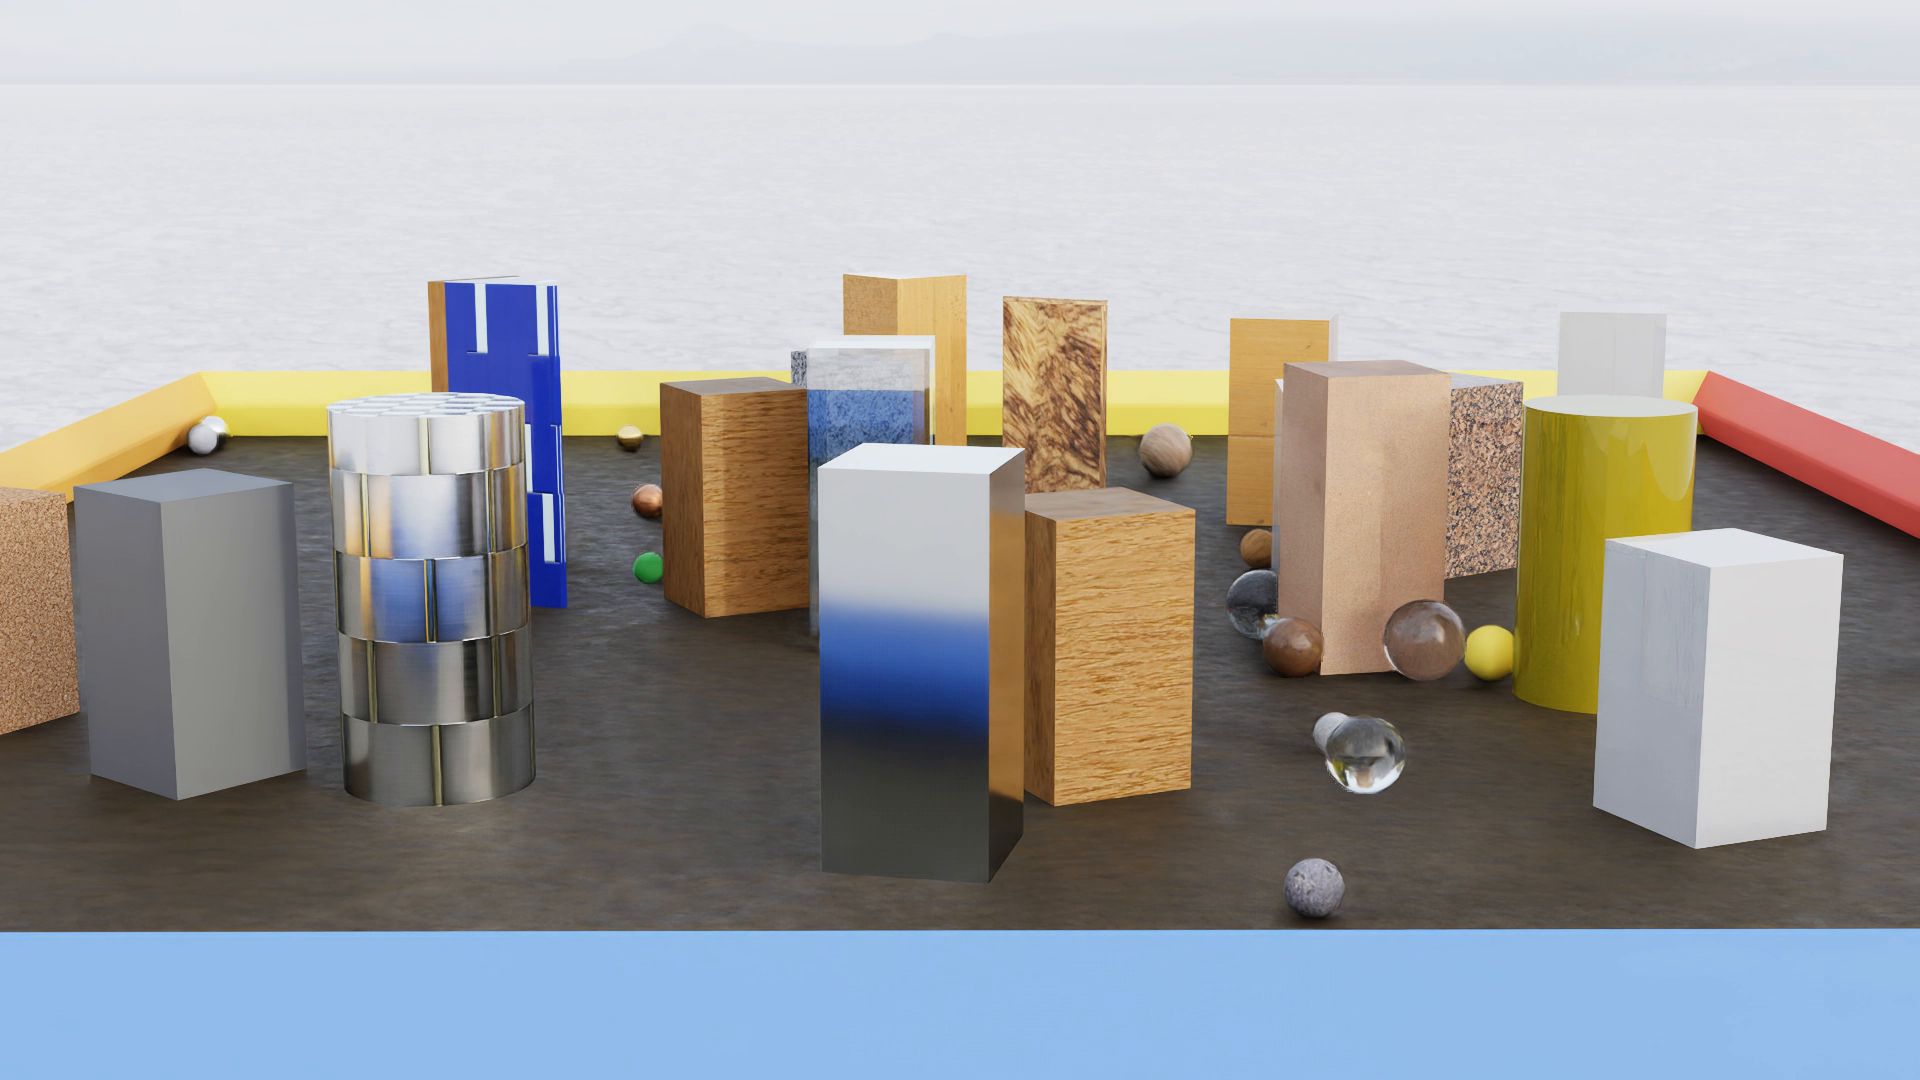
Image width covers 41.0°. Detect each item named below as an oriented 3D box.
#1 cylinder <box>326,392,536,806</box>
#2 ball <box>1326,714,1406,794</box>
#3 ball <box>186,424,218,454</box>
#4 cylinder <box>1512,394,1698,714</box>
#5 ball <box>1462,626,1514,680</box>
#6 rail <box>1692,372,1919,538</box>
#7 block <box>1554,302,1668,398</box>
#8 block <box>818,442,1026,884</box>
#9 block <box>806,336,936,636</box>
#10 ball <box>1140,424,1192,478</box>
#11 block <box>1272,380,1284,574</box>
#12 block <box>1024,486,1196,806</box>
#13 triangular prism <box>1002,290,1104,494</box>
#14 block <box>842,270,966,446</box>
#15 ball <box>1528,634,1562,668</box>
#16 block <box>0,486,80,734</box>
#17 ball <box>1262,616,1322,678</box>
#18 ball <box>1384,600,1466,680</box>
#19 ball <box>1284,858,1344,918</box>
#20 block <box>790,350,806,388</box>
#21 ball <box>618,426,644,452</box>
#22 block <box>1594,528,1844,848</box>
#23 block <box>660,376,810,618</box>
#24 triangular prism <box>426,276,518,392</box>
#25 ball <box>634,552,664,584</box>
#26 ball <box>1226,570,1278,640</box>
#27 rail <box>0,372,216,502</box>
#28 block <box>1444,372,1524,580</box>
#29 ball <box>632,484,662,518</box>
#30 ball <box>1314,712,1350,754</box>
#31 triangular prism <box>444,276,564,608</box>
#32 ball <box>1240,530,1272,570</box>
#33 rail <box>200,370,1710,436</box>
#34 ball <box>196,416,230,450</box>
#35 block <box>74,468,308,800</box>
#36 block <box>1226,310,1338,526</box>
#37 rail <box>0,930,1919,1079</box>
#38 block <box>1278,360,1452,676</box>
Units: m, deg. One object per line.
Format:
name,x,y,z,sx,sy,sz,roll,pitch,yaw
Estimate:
cylinder,-0.536,0.056,2.610,0.195,0.389,0.195,0,11,0
ball,0.410,0.216,2.594,0.080,0.080,0.080,0,11,0
ball,-1.431,-0.189,4.842,0.056,0.056,0.056,0,11,0
cylinder,0.746,0.013,2.974,0.195,0.340,0.195,0,11,0
ball,0.635,0.135,3.067,0.066,0.066,0.066,0,11,0
rail,1.473,0.031,3.457,0.045,0.126,3.341,0,11,0
block,0.997,-0.179,3.961,0.156,0.358,0.156,2,11,11
block,-0.033,0.109,2.367,0.156,0.373,0.156,2,11,13
block,-0.113,-0.073,3.349,0.156,0.373,0.156,0,11,2
ball,0.367,-0.159,4.575,0.094,0.094,0.094,0,11,0
block,0.524,-0.075,3.604,0.156,0.284,0.156,1,11,3
block,0.132,0.104,2.626,0.156,0.288,0.156,-5,12,-24
triangular prism,0.172,-0.186,3.931,0.169,0.382,0.146,5,12,26
block,-0.098,-0.293,4.568,0.156,0.360,0.156,-9,14,-39
ball,0.714,0.135,3.135,0.042,0.042,0.042,0,11,0
block,-1.108,0.078,2.866,0.156,0.253,0.156,5,12,27
ball,0.400,0.129,3.085,0.073,0.073,0.073,0,11,0
ball,0.555,0.119,3.066,0.097,0.097,0.097,0,11,0
ball,0.306,0.300,2.217,0.051,0.051,0.051,0,11,0
block,-0.178,-0.188,4.300,0.156,0.251,0.156,-6,12,-29
ball,-0.628,-0.194,4.886,0.049,0.049,0.049,0,11,0
block,0.732,0.139,2.488,0.156,0.270,0.156,-4,11,-23
block,-0.305,-0.062,3.493,0.156,0.298,0.156,-5,12,-27
triangular prism,-0.745,-0.229,4.156,0.169,0.386,0.146,3,11,16
ball,-0.442,0.040,3.640,0.044,0.044,0.044,0,11,0
ball,0.385,0.083,3.286,0.089,0.089,0.089,0,11,0
rail,-1.473,0.034,3.441,0.045,0.126,3.341,0,11,0
block,0.707,-0.098,3.753,0.156,0.274,0.156,-8,13,-35
ball,-0.504,-0.063,4.165,0.055,0.055,0.055,0,11,0
ball,0.400,0.207,2.734,0.047,0.047,0.047,0,11,0
triangular prism,-0.592,-0.140,3.536,0.169,0.437,0.146,4,11,19
ball,0.437,0.014,3.743,0.059,0.059,0.059,0,11,0
rail,-0.009,-0.268,5.068,2.993,0.126,0.045,0,11,0
ball,-1.429,-0.205,4.901,0.065,0.065,0.065,0,11,0
block,-0.794,0.092,2.650,0.156,0.303,0.156,9,14,39
block,0.521,-0.198,4.139,0.156,0.331,0.156,3,11,13
rail,0.009,0.333,1.830,2.993,0.126,0.045,0,11,0
block,0.494,-0.032,3.156,0.156,0.361,0.156,-2,11,-12
